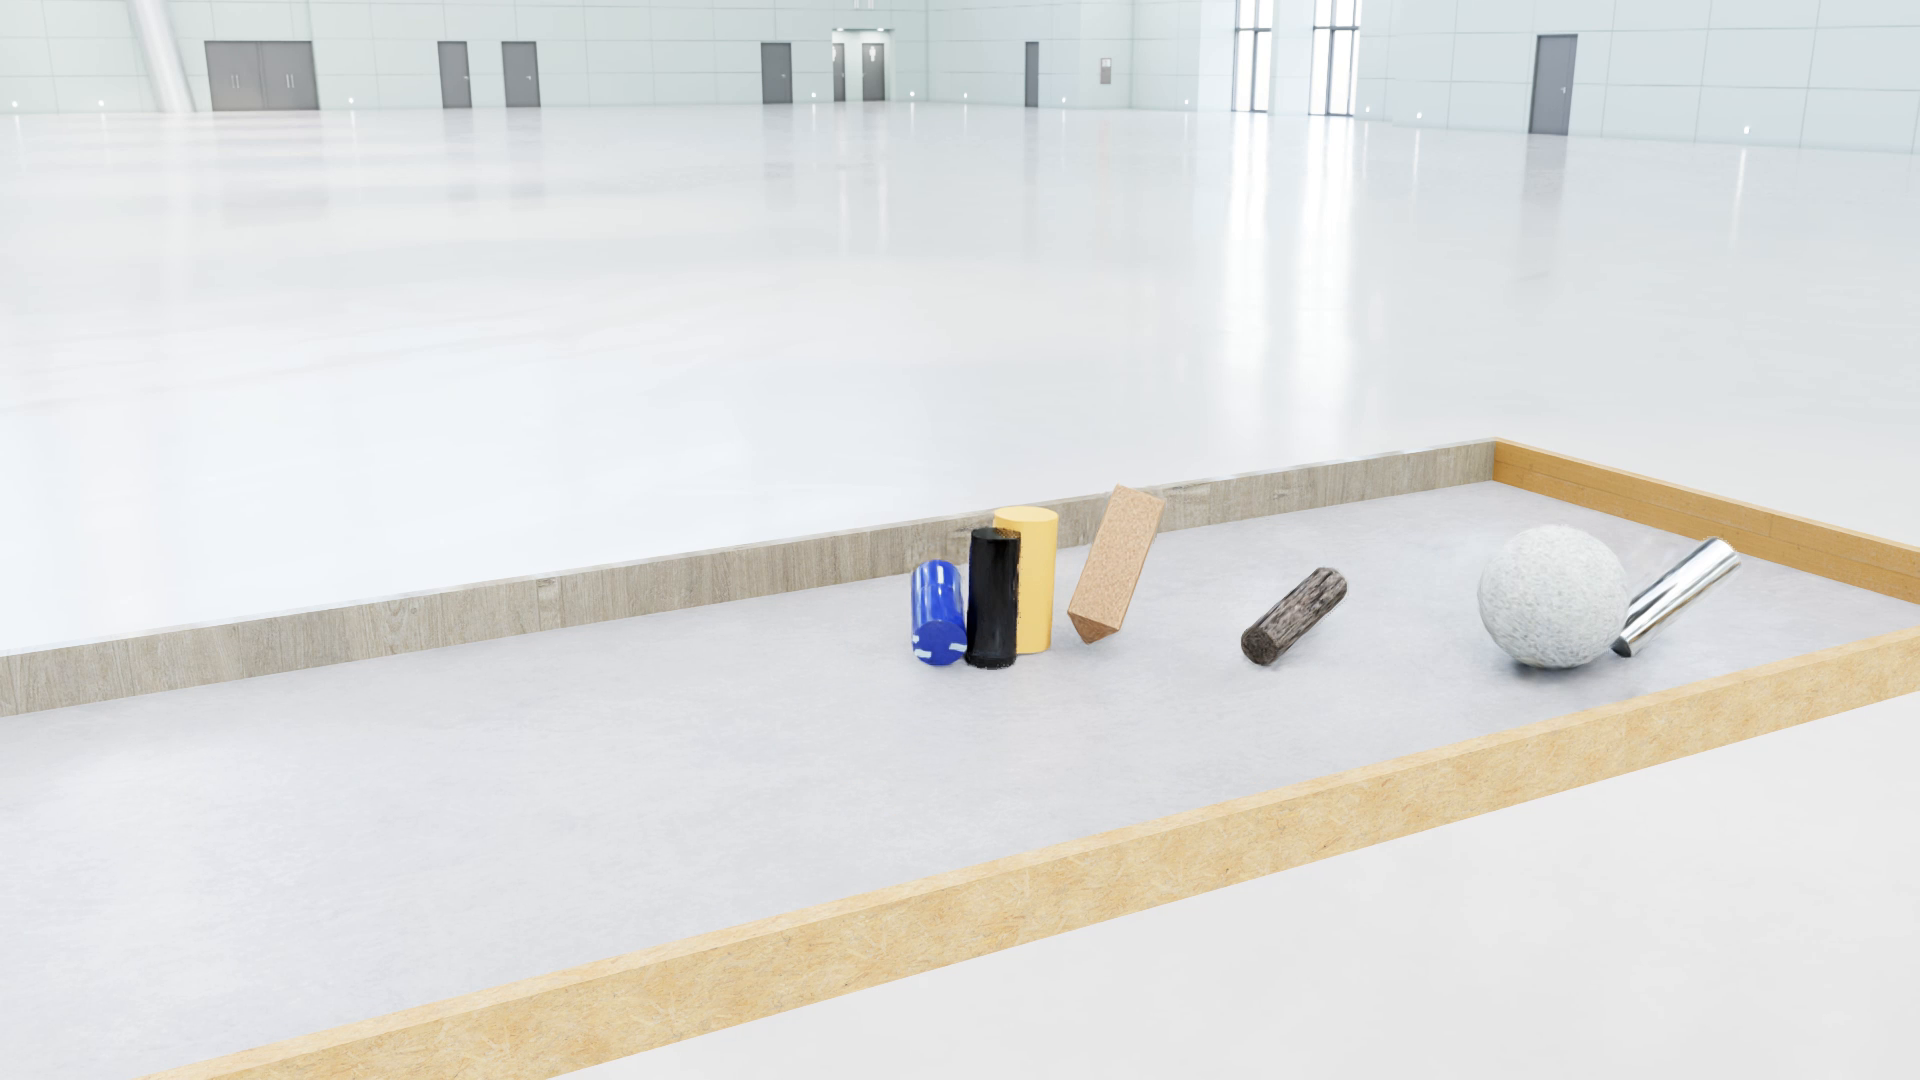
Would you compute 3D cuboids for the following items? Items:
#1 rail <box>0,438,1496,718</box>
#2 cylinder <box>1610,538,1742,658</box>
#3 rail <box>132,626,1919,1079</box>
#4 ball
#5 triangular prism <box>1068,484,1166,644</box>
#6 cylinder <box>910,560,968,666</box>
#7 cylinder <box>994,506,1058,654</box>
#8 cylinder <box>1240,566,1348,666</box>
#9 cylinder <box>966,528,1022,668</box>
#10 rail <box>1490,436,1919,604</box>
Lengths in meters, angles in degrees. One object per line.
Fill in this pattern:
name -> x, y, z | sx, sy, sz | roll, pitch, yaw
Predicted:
rail -> -3.305, 0.497, 3.399 | 12.000, 0.150, 0.050 | -9, 18, -27
cylinder -> 1.858, 0.150, 4.319 | 0.382, 0.114, 0.114 | -36, 25, -8
rail -> -2.336, 1.006, 1.665 | 12.000, 0.150, 0.050 | -9, 18, -27
ball -> 1.513, 0.146, 4.208 | 0.367, 0.367, 0.367 | 0, 16, 0
triangular prism -> 0.403, 0.051, 4.448 | 0.144, 0.125, 0.444 | -29, 30, 51
cylinder -> -0.058, 0.190, 4.345 | 0.141, 0.141, 0.301 | -1, 29, -2
cylinder -> 0.166, 0.104, 4.358 | 0.167, 0.355, 0.167 | 2, 15, -1
cylinder -> 0.889, 0.198, 4.374 | 0.107, 0.107, 0.399 | 12, 30, 36
cylinder -> 0.086, 0.148, 4.240 | 0.131, 0.339, 0.131 | 2, 15, -1
rail -> 2.466, -0.048, 5.253 | 0.050, 0.150, 2.100 | -9, 18, -27
